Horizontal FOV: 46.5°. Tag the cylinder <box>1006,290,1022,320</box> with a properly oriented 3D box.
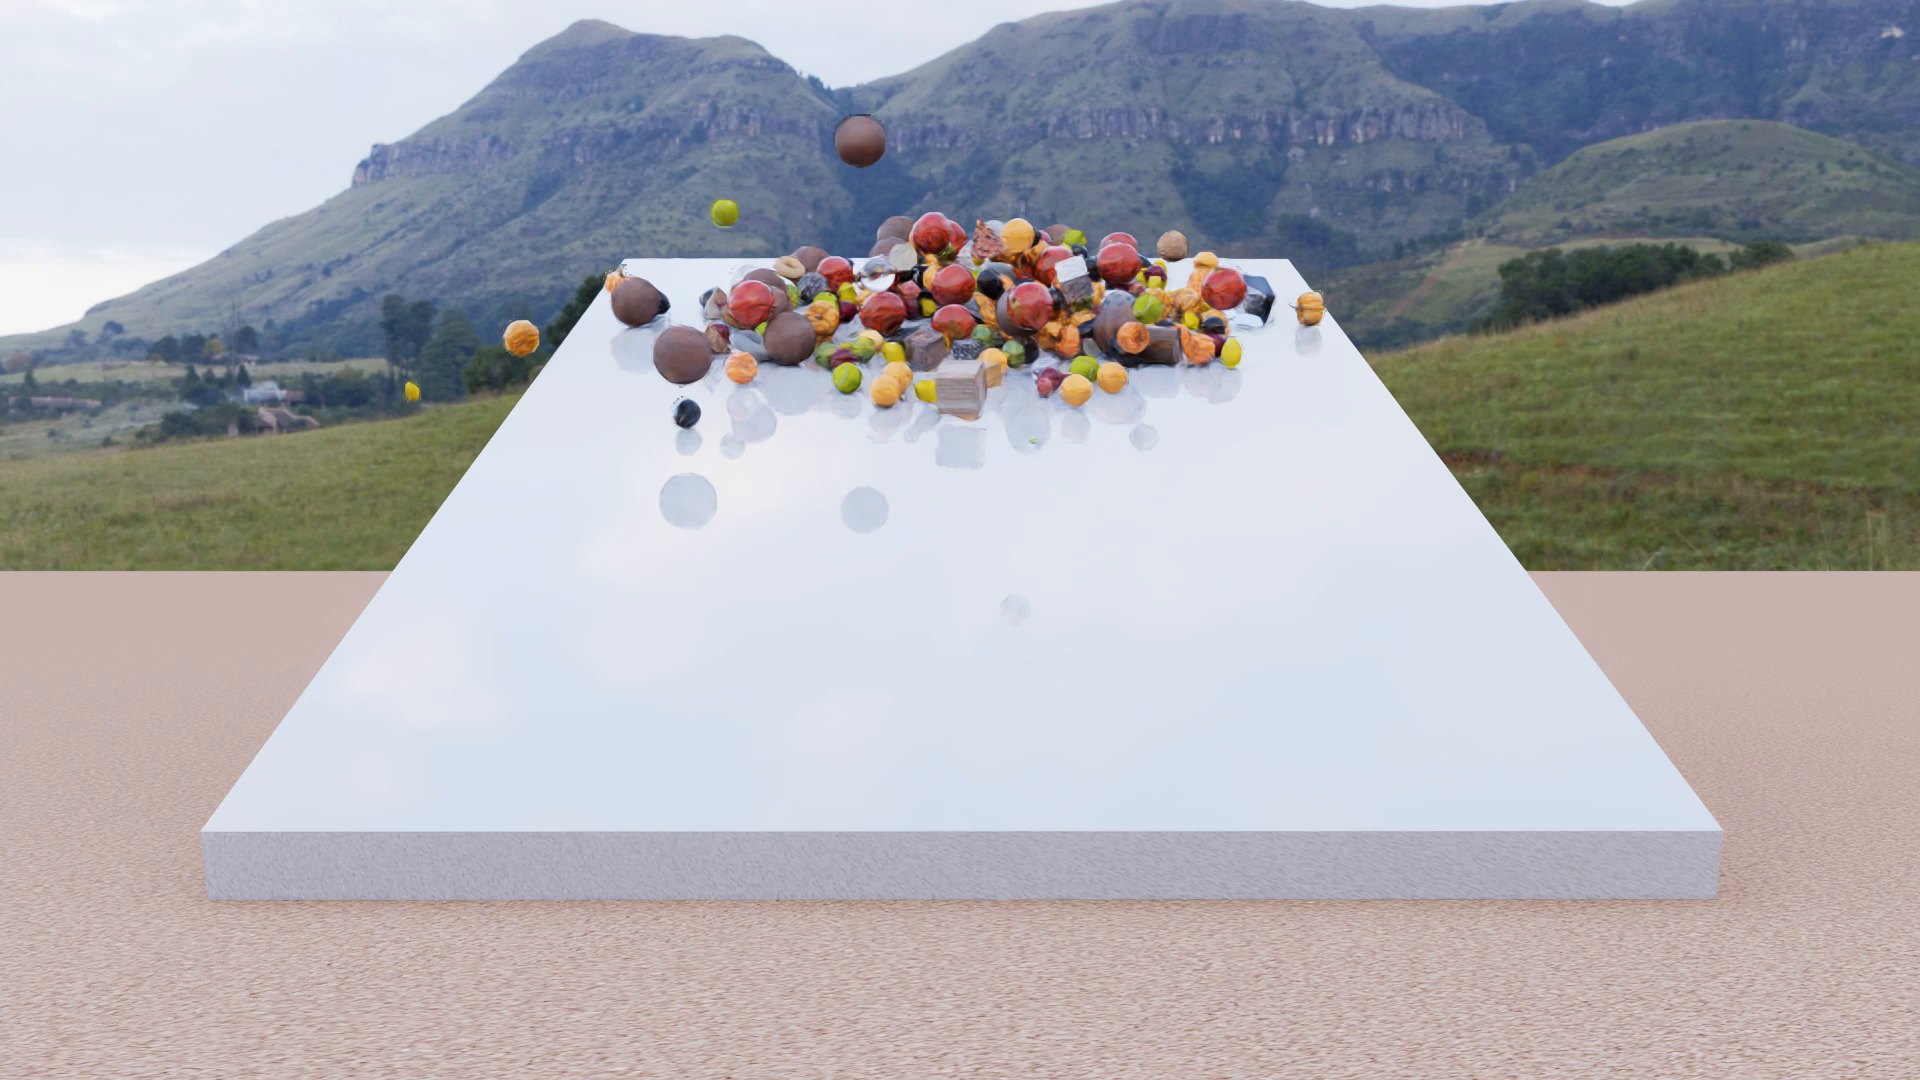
[{"bbox_3d":[0.150,-0.601,5.749,0.057,0.057,0.057,12,-37,9],"label":"cylinder"}]

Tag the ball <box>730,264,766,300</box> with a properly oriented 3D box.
[{"bbox_3d":[-0.583,-0.709,6.148,0.099,0.099,0.099,0,-1,0],"label":"ball"}]

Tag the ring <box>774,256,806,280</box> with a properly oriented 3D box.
[{"bbox_3d":[-0.467,-0.745,6.126,0.088,0.029,0.088,13,38,-10],"label":"ring"}]

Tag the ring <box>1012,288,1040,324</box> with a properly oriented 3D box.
[{"bbox_3d":[0.168,-0.593,5.667,0.032,0.097,0.097,33,16,28],"label":"ring"}]

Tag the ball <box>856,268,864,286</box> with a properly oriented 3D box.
[{"bbox_3d":[-0.261,-0.716,6.101,0.050,0.050,0.050,0,-1,0],"label":"ball"}]

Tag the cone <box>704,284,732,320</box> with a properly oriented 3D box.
[{"bbox_3d":[-0.639,-0.642,5.912,0.087,0.087,0.087,0,44,0],"label":"cone"}]

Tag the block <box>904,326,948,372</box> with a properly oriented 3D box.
[{"bbox_3d":[-0.081,-0.460,5.373,0.071,0.071,0.071,-35,44,-27],"label":"block"}]

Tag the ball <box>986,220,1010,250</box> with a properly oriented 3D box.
[{"bbox_3d":[0.096,-0.840,6.194,0.090,0.090,0.090,0,-1,0],"label":"ball"}]

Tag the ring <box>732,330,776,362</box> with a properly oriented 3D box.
[{"bbox_3d":[-0.504,-0.477,5.477,0.115,0.038,0.115,26,19,-10],"label":"ring"}]

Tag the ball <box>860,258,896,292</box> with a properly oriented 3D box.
[{"bbox_3d":[-0.203,-0.654,5.506,0.086,0.086,0.086,0,-1,0],"label":"ball"}]

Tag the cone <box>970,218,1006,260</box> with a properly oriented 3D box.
[{"bbox_3d":[0.062,-0.814,5.938,0.099,0.099,0.099,-12,34,8],"label":"cone"}]

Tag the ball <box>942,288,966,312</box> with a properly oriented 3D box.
[{"bbox_3d":[-0.015,-0.645,6.011,0.062,0.062,0.062,0,-1,0],"label":"ball"}]

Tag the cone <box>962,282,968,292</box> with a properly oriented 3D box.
[{"bbox_3d":[-0.018,-0.702,6.244,0.061,0.061,0.061,-33,7,-13],"label":"cone"}]

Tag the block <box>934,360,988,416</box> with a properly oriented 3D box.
[{"bbox_3d":[0.003,-0.338,4.938,0.091,0.091,0.091,2,32,15],"label":"block"}]

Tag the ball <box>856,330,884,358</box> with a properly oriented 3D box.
[{"bbox_3d":[-0.222,-0.484,5.502,0.070,0.070,0.070,0,-1,0],"label":"ball"}]

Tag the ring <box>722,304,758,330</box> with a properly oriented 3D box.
[{"bbox_3d":[-0.573,-0.581,5.816,0.098,0.033,0.098,20,31,-12],"label":"ring"}]

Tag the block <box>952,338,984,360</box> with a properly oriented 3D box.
[{"bbox_3d":[0.019,-0.457,5.443,0.054,0.054,0.054,-10,21,-29],"label":"block"}]

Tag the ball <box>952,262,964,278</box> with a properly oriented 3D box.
[{"bbox_3d":[0.003,-0.765,6.274,0.056,0.056,0.056,0,-1,0],"label":"ball"}]

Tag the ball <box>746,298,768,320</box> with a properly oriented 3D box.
[{"bbox_3d":[-0.536,-0.609,5.902,0.060,0.060,0.060,0,-1,0],"label":"ball"}]

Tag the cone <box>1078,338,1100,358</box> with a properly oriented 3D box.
[{"bbox_3d":[0.306,-0.466,5.523,0.053,0.053,0.053,1,-13,-39],"label":"cone"}]

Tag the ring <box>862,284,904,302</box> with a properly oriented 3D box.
[{"bbox_3d":[-0.210,-0.681,6.156,0.117,0.039,0.117,-1,16,0],"label":"ring"}]

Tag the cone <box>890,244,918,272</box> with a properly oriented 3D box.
[{"bbox_3d":[-0.153,-0.729,5.862,0.076,0.076,0.076,0,-11,-9],"label":"cone"}]

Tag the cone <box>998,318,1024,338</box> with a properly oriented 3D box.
[{"bbox_3d":[0.119,-0.529,5.708,0.067,0.067,0.067,-25,-5,10],"label":"cone"}]

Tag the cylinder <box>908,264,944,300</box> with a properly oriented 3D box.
[{"bbox_3d":[-0.090,-0.686,5.937,0.083,0.083,0.083,7,-2,-9],"label":"cylinder"}]

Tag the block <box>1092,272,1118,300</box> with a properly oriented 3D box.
[{"bbox_3d":[0.391,-0.696,6.149,0.052,0.052,0.052,20,-28,37],"label":"block"}]

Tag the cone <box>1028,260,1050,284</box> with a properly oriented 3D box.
[{"bbox_3d":[0.218,-0.755,6.403,0.067,0.067,0.067,0,43,19],"label":"cone"}]

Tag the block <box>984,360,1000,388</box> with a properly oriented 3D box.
[{"bbox_3d":[0.058,-0.386,5.229,0.052,0.052,0.052,13,22,35],"label":"block"}]

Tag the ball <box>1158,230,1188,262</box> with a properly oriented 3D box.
[{"bbox_3d":[0.590,-0.812,6.191,0.088,0.088,0.088,0,-1,0],"label":"ball"}]

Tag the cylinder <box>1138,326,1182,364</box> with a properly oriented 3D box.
[{"bbox_3d":[0.488,-0.475,5.449,0.088,0.088,0.088,6,1,18],"label":"cylinder"}]

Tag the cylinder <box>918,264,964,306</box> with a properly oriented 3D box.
[{"bbox_3d":[-0.057,-0.697,6.113,0.096,0.096,0.096,-1,15,40],"label":"cylinder"}]

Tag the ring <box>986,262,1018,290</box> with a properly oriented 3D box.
[{"bbox_3d":[0.111,-0.699,5.922,0.097,0.032,0.097,30,-23,14],"label":"ring"}]

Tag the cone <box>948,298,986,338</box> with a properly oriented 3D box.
[{"bbox_3d":[0.027,-0.583,5.693,0.099,0.099,0.099,9,-32,6],"label":"cone"}]

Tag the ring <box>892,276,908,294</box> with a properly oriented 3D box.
[{"bbox_3d":[-0.170,-0.711,6.225,0.087,0.029,0.087,16,-7,2],"label":"ring"}]

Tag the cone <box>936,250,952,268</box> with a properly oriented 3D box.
[{"bbox_3d":[-0.045,-0.825,6.572,0.060,0.060,0.060,0,17,0],"label":"cone"}]

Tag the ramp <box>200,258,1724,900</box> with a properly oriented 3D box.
[{"bbox_3d":[-0.003,-0.185,4.853,2.000,0.100,4.000,0,18,0],"label":"ramp"}]

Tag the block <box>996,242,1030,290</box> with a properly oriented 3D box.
[{"bbox_3d":[0.124,-0.772,6.275,0.084,0.084,0.084,-40,-7,-40],"label":"block"}]

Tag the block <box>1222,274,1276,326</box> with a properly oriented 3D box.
[{"bbox_3d":[0.753,-0.627,5.842,0.095,0.095,0.095,3,37,-16],"label":"block"}]

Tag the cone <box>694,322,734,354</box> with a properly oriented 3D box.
[{"bbox_3d":[-0.594,-0.476,5.496,0.089,0.089,0.089,27,-6,-10],"label":"cone"}]

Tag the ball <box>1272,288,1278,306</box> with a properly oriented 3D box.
[{"bbox_3d":[0.834,-0.657,6.062,0.057,0.057,0.057,0,-1,0],"label":"ball"}]

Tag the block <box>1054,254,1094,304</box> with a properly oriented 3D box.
[{"bbox_3d":[0.289,-0.660,5.650,0.076,0.076,0.076,-18,-43,4],"label":"block"}]

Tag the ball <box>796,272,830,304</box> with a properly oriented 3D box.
[{"bbox_3d":[-0.401,-0.687,6.098,0.088,0.088,0.088,0,-1,0],"label":"ball"}]

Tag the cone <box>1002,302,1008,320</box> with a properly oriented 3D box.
[{"bbox_3d":[0.139,-0.589,5.905,0.072,0.072,0.072,-7,-5,-1],"label":"cone"}]

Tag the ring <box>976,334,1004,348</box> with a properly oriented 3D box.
[{"bbox_3d":[0.074,-0.500,5.624,0.075,0.025,0.075,4,17,-1],"label":"ring"}]

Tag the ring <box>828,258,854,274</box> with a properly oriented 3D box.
[{"bbox_3d":[-0.346,-0.798,6.497,0.080,0.027,0.080,-7,-13,-2],"label":"ring"}]

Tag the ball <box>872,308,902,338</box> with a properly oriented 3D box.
[{"bbox_3d":[-0.188,-0.556,5.716,0.075,0.075,0.075,0,-1,0],"label":"ball"}]

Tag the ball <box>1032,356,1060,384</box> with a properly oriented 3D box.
[{"bbox_3d":[0.202,-0.399,5.246,0.066,0.066,0.066,0,-1,0],"label":"ball"}]

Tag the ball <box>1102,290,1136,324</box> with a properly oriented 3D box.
[{"bbox_3d":[0.418,-0.612,5.870,0.088,0.088,0.088,0,-1,0],"label":"ball"}]

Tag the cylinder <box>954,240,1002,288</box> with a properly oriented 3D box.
[{"bbox_3d":[0.049,-0.756,6.130,0.094,0.094,0.094,36,11,17],"label":"cylinder"}]
